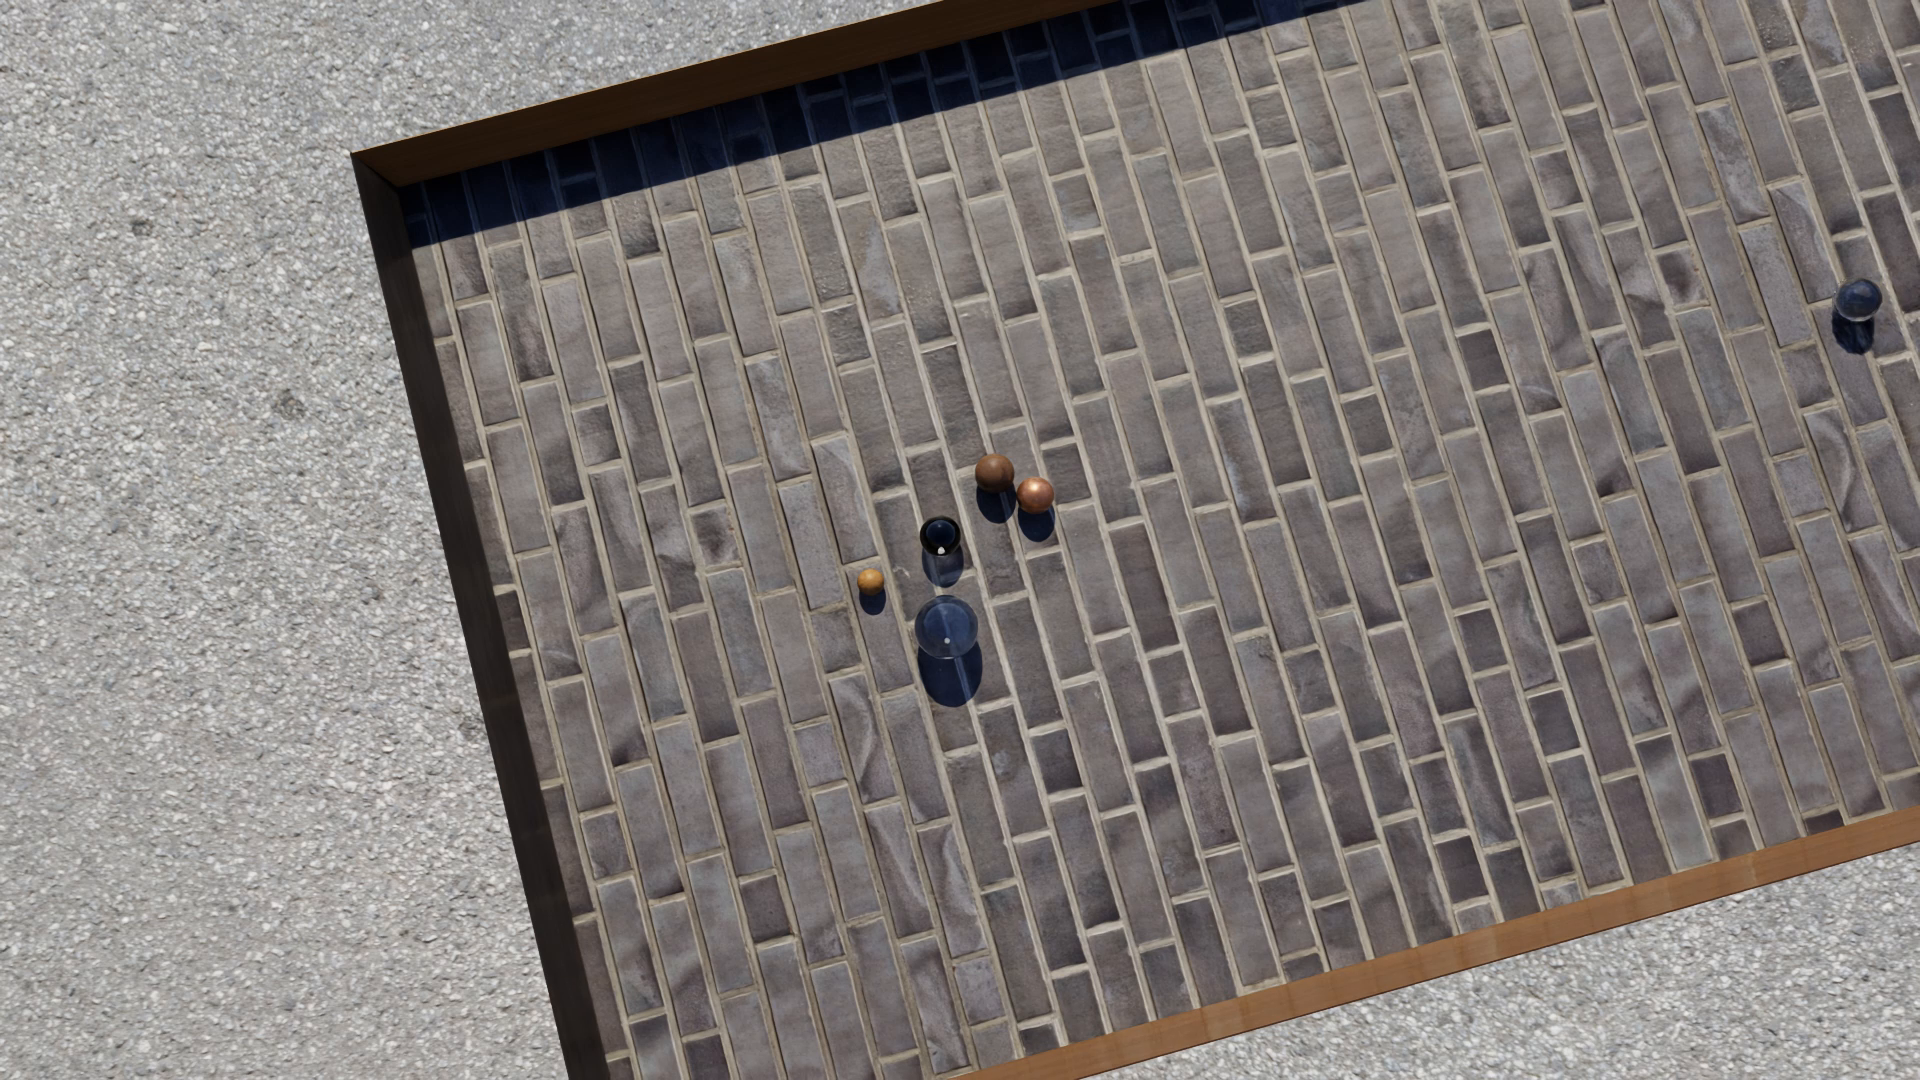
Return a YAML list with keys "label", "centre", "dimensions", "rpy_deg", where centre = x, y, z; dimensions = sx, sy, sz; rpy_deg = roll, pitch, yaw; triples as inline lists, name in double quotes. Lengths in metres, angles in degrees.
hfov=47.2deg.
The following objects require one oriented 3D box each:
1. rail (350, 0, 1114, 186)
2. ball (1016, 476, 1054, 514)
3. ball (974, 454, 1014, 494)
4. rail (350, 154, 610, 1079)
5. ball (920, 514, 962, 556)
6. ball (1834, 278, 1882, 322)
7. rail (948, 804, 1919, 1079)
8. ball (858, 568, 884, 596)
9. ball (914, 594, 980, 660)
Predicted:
- label: "rail"
  centre: [0.501, -0.929, 3.425]
  dimensions: [2.926, 0.126, 0.045]
  rpy_deg: [-15, 80, -3]
- label: "ball"
  centre: [0.113, -0.067, 3.305]
  dimensions: [0.057, 0.057, 0.057]
  rpy_deg: [0, 80, 0]
- label: "ball"
  centre: [0.052, -0.100, 3.309]
  dimensions: [0.061, 0.061, 0.061]
  rpy_deg: [0, 80, 0]
- label: "rail"
  centre: [-0.682, 0.179, 3.224]
  dimensions: [0.045, 0.126, 1.592]
  rpy_deg: [-15, 80, -3]
- label: "ball"
  centre: [-0.029, -0.006, 3.291]
  dimensions: [0.063, 0.063, 0.063]
  rpy_deg: [0, 80, 0]
- label: "ball"
  centre: [1.370, -0.366, 3.354]
  dimensions: [0.067, 0.067, 0.067]
  rpy_deg: [0, 80, 0]
- label: "rail"
  centre: [0.910, 0.536, 3.160]
  dimensions: [2.926, 0.126, 0.045]
  rpy_deg: [-15, 80, -3]
- label: "ball"
  centre: [-0.133, 0.063, 3.290]
  dimensions: [0.041, 0.041, 0.041]
  rpy_deg: [0, 80, 0]
- label: "ball"
  centre: [-0.020, 0.129, 3.249]
  dimensions: [0.097, 0.097, 0.097]
  rpy_deg: [0, 80, 0]
